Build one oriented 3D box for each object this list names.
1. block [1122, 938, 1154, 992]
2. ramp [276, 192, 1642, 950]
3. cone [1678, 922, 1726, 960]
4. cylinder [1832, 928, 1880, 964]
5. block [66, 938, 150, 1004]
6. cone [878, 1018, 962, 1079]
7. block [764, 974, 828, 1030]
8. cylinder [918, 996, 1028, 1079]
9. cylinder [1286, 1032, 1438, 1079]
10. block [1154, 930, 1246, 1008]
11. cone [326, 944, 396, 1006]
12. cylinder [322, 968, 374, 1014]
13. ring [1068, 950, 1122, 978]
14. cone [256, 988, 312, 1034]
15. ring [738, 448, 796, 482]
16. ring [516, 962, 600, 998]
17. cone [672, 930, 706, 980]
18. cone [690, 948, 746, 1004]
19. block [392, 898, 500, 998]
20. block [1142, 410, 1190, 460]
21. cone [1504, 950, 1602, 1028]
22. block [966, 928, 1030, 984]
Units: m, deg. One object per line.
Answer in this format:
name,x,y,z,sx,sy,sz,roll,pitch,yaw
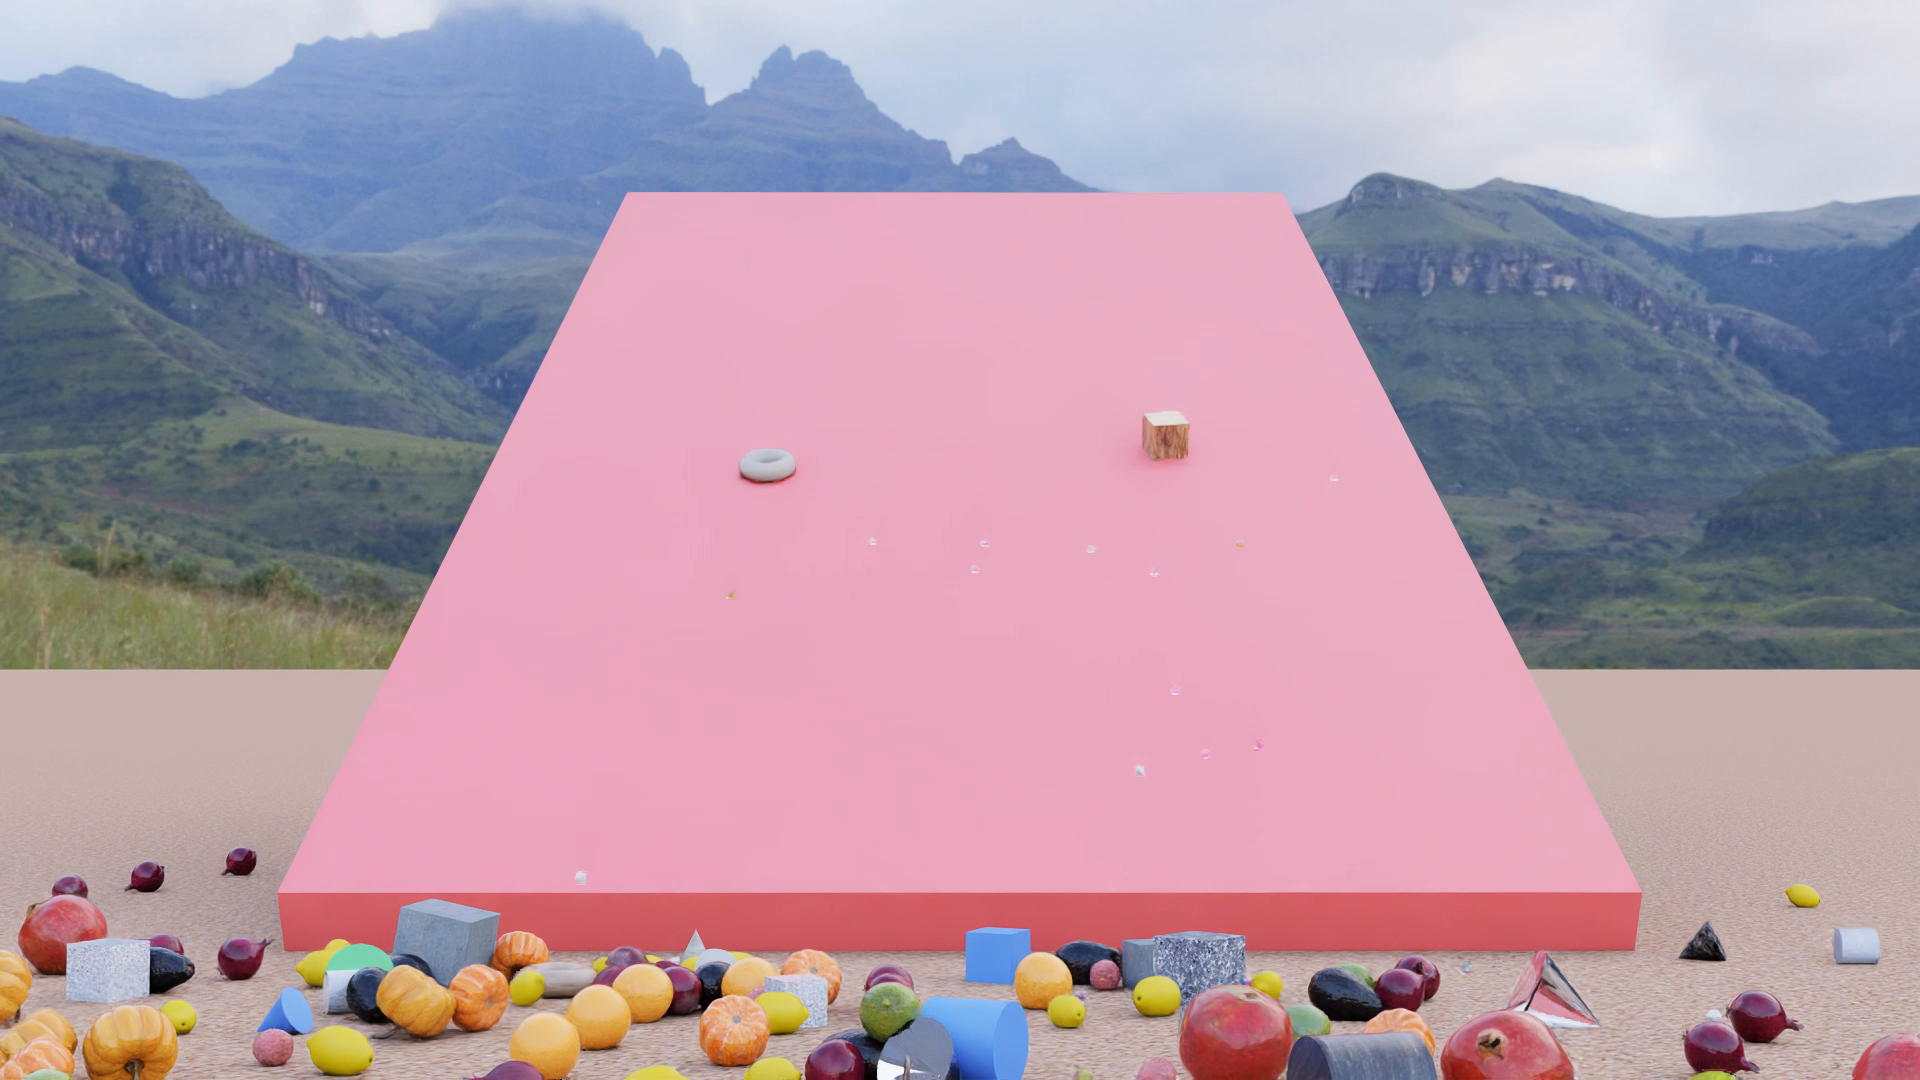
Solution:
block,0.252,0.557,3.038,0.060,0.060,0.060,1,-3,-19
ramp,-0.007,-0.226,5.248,2.000,0.100,4.000,0,23,0
cone,1.062,0.590,3.333,0.060,0.060,0.060,-29,-12,16
cylinder,1.271,0.575,3.282,0.050,0.050,0.050,0,-3,6
block,-1.084,0.547,2.947,0.070,0.070,0.070,-1,-3,24
cone,-0.019,0.527,2.276,0.089,0.089,0.089,-2,-31,39
block,-0.193,0.544,2.728,0.055,0.055,0.055,2,-4,-31
cylinder,0.012,0.506,2.332,0.087,0.087,0.087,-1,-3,25
cylinder,0.353,0.485,2.036,0.099,0.099,0.099,1,-3,-16
block,0.301,0.540,2.912,0.082,0.082,0.082,-3,-4,43
cone,-0.756,0.561,2.900,0.085,0.085,0.085,1,-30,-20
cylinder,-0.746,0.550,2.822,0.052,0.052,0.052,1,-3,-24
ring,0.193,0.579,3.165,0.092,0.031,0.092,-1,-2,0
cone,-0.789,0.555,2.674,0.057,0.057,0.057,-28,-8,10
ring,-0.409,-0.159,4.913,0.122,0.041,0.122,-1,24,0
ring,-0.518,0.567,2.981,0.107,0.036,0.107,1,-2,0
cone,-0.358,0.560,3.137,0.065,0.065,0.065,0,-3,0
cone,-0.323,0.565,2.925,0.074,0.074,0.074,3,-31,-42
block,-0.668,0.528,2.998,0.097,0.097,0.097,10,0,11
block,0.446,-0.227,5.023,0.080,0.080,0.080,-5,24,-12
cone,0.707,0.548,2.711,0.100,0.100,0.100,27,-1,5
block,0.051,0.559,3.113,0.066,0.066,0.066,-1,-3,25
